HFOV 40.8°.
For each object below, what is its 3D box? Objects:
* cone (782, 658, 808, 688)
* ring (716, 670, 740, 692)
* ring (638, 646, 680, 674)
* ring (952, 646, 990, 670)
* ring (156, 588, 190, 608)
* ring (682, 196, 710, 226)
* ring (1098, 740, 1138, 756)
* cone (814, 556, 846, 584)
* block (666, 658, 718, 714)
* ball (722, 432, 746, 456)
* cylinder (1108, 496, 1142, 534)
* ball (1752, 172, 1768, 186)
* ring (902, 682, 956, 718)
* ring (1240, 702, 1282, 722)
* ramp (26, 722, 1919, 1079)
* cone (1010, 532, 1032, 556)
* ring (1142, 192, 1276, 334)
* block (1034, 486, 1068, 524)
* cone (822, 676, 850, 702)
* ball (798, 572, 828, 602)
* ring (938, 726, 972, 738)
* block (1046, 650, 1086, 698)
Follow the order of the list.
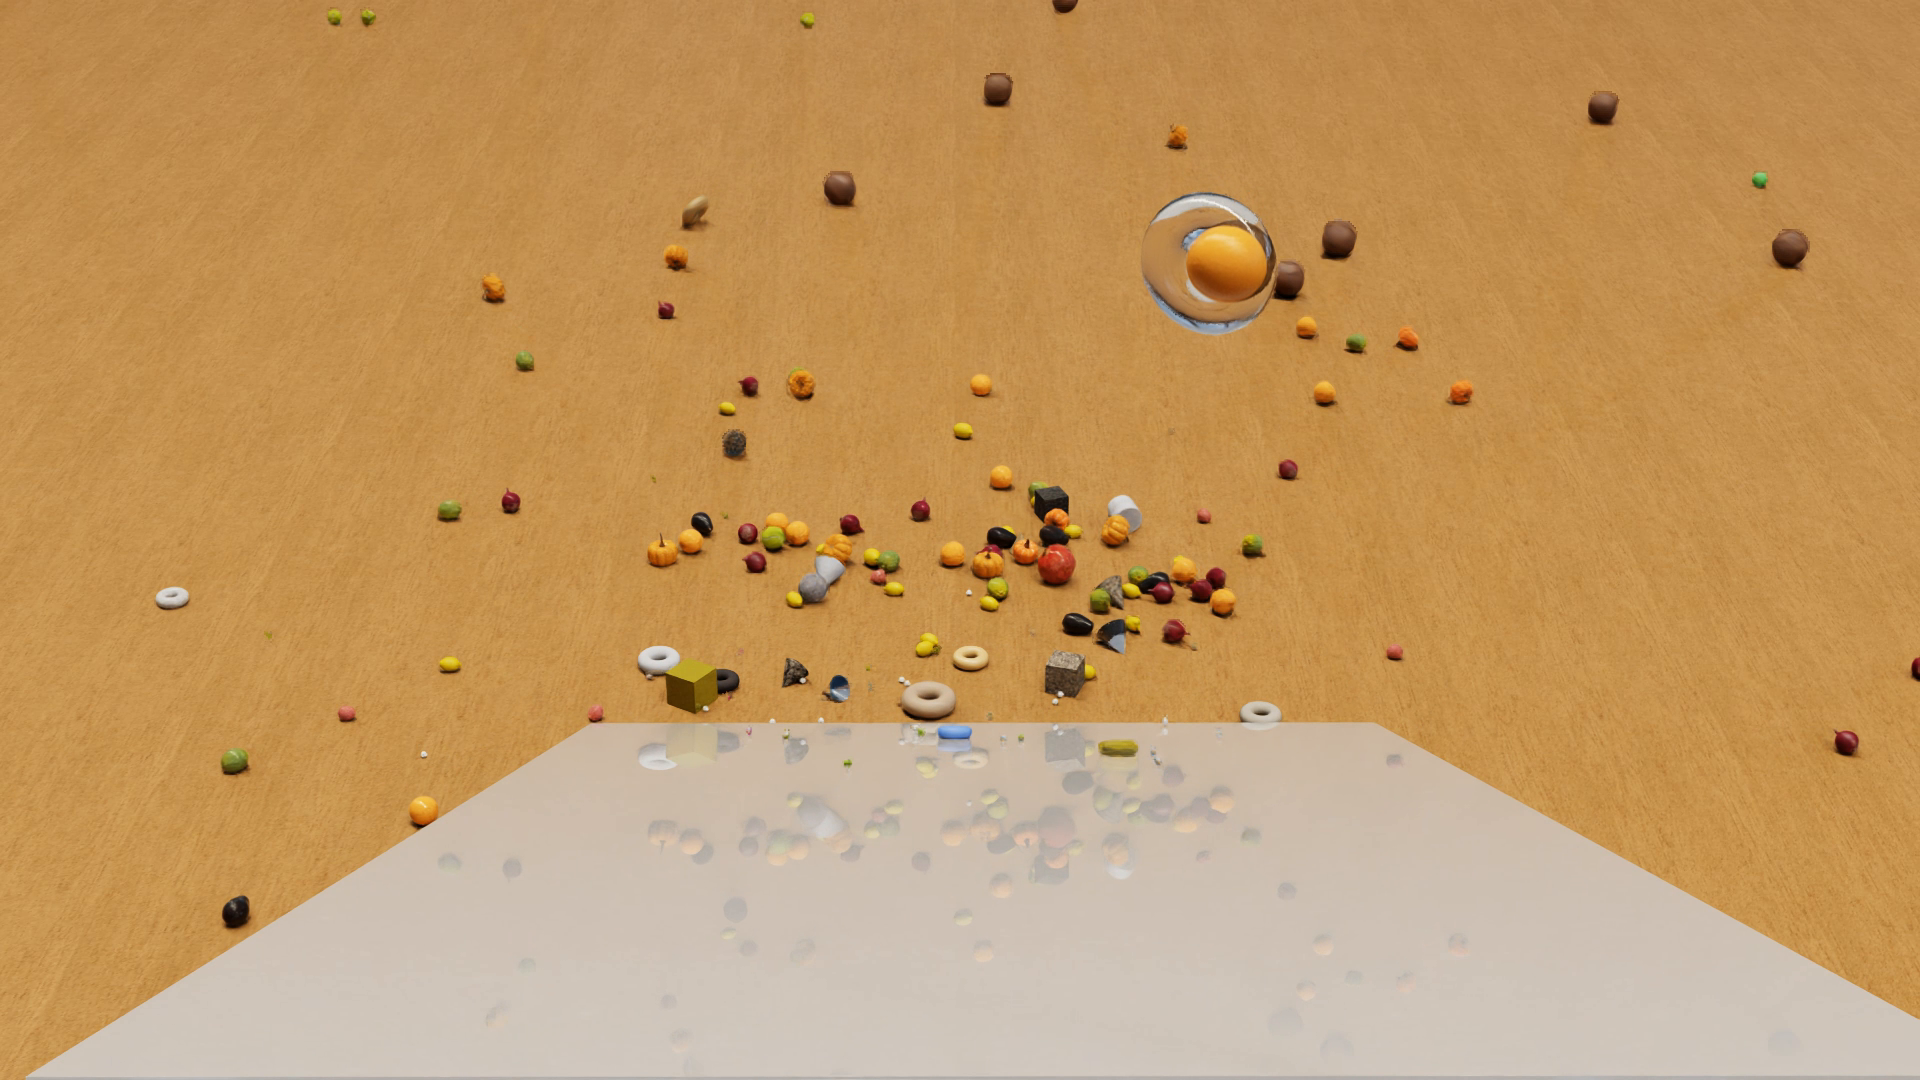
[{"bbox_3d":[-0.458,0.370,6.937,0.075,0.075,0.075,18,59,31],"label":"cone"},{"bbox_3d":[-0.641,0.378,6.923,0.100,0.033,0.100,0,26,0],"label":"ring"},{"bbox_3d":[-0.818,0.327,7.016,0.117,0.039,0.117,1,28,0],"label":"ring"},{"bbox_3d":[0.029,0.322,7.032,0.101,0.034,0.101,0,28,0],"label":"ring"},{"bbox_3d":[-2.240,0.164,7.343,0.093,0.031,0.093,1,28,-1],"label":"ring"},{"bbox_3d":[-1.034,-1.287,10.085,0.045,0.135,0.135,42,39,9],"label":"ring"},{"bbox_3d":[0.354,0.465,5.783,0.091,0.030,0.091,1,-3,0],"label":"ring"},{"bbox_3d":[-0.389,0.111,7.435,0.094,0.094,0.094,8,55,15],"label":"cone"},{"bbox_3d":[-0.710,0.386,6.837,0.096,0.096,0.096,17,31,29],"label":"block"},{"bbox_3d":[-0.717,-0.307,8.213,0.077,0.077,0.077,0,27,0],"label":"ball"},{"bbox_3d":[0.494,-0.077,7.756,0.085,0.085,0.085,-6,28,-12],"label":"cylinder"},{"bbox_3d":[3.256,-1.467,10.504,0.058,0.058,0.058,0,27,0],"label":"ball"},{"bbox_3d":[-0.082,0.422,6.819,0.148,0.049,0.148,1,27,0],"label":"ring"},{"bbox_3d":[0.787,0.459,6.758,0.112,0.037,0.112,1,27,-1],"label":"ring"},{"bbox_3d":[0.061,0.552,4.589,2.000,0.100,4.000,0,1,0],"label":"ramp"},{"bbox_3d":[0.179,0.004,7.615,0.067,0.067,0.067,0,27,0],"label":"cone"},{"bbox_3d":[0.227,-0.252,2.362,0.134,0.134,0.045,15,28,27],"label":"ring"},{"bbox_3d":[0.277,-0.107,7.820,0.079,0.079,0.079,-10,29,-19],"label":"block"},{"bbox_3d":[-0.344,0.399,6.881,0.071,0.071,0.071,-12,12,45],"label":"cone"},{"bbox_3d":[-0.418,0.135,7.342,0.084,0.084,0.084,0,27,0],"label":"ball"},{"bbox_3d":[-0.013,0.460,6.186,0.084,0.028,0.084,1,0,0],"label":"ring"},{"bbox_3d":[0.282,0.358,6.903,0.086,0.086,0.086,9,28,17],"label":"block"}]
